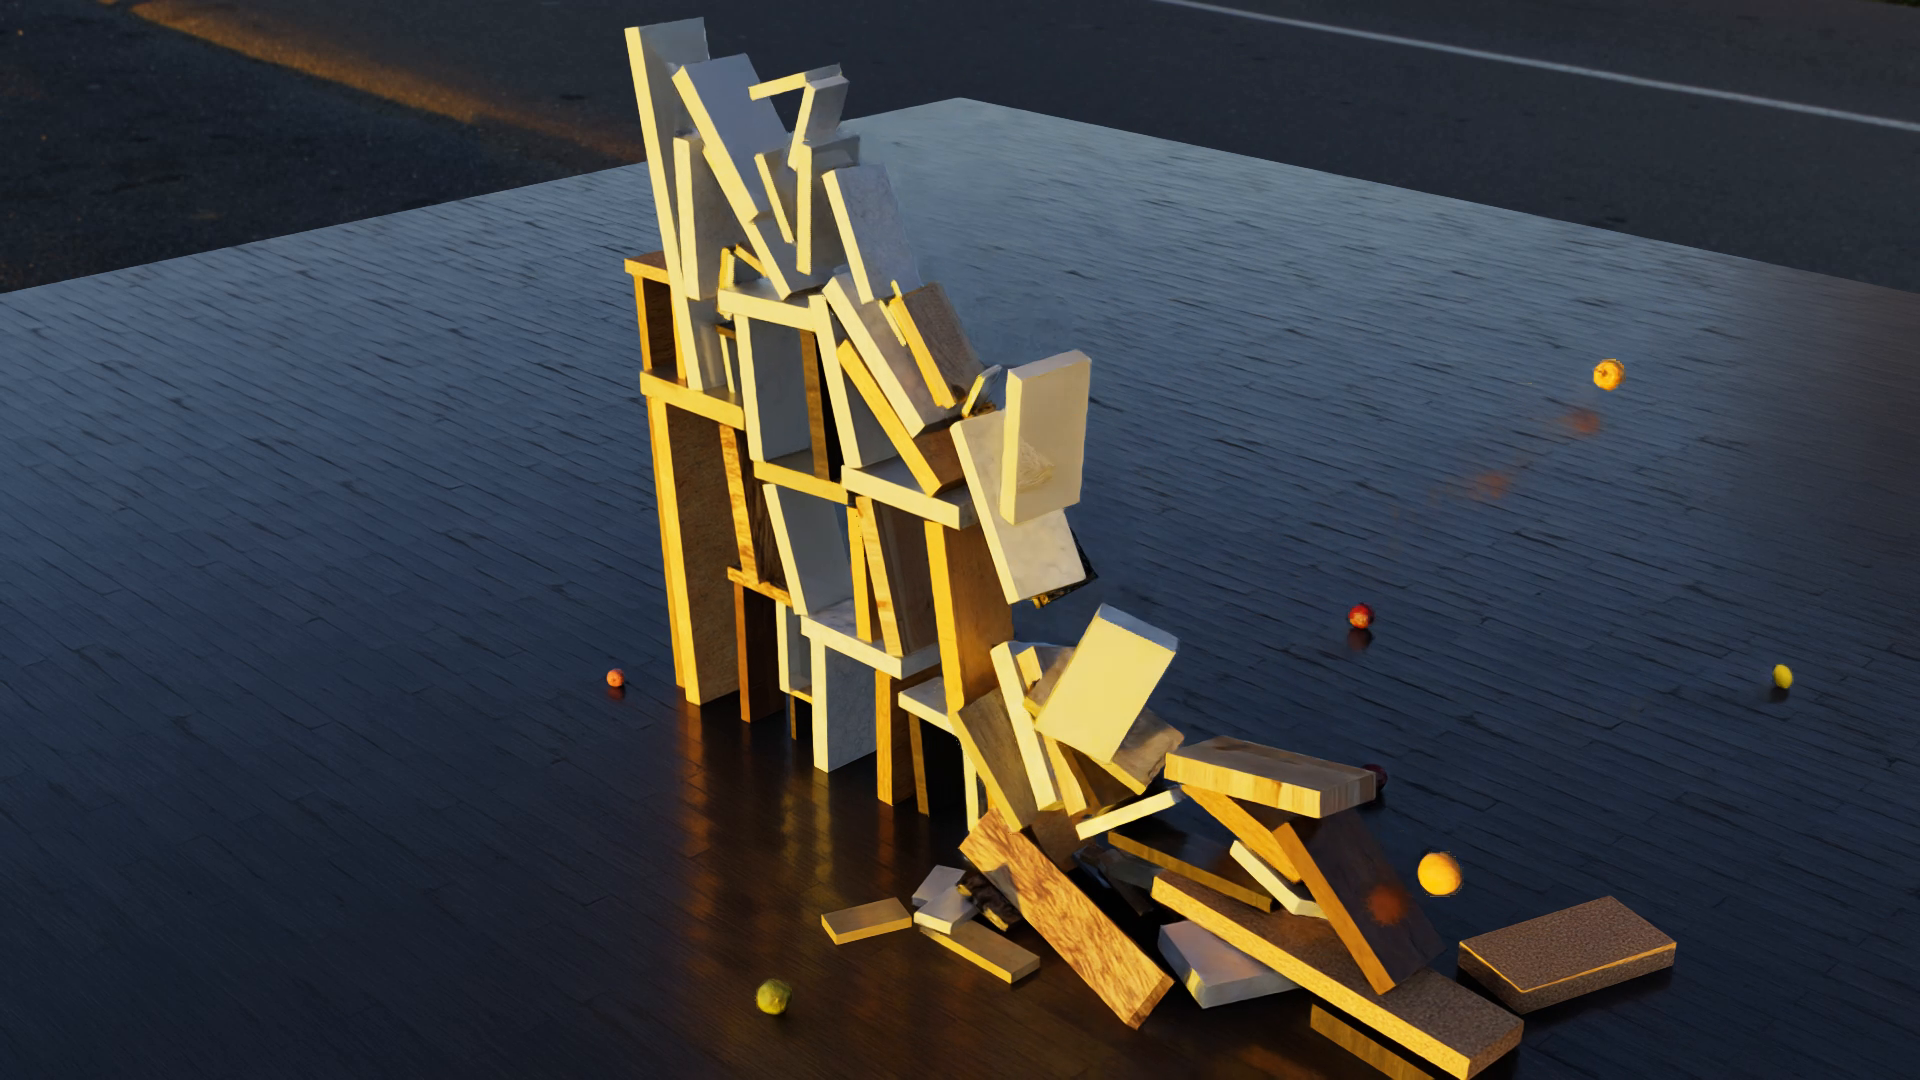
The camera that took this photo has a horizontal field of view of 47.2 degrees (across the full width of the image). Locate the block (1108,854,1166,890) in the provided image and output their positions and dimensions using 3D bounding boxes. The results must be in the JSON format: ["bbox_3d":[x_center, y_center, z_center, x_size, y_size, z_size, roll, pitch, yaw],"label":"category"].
[{"bbox_3d":[0.354,0.622,4.093,0.139,0.020,0.070,11,26,42],"label":"block"}]

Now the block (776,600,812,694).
[{"bbox_3d":[-0.338,0.213,4.683,0.104,0.208,0.029,-21,30,-40],"label":"block"}]

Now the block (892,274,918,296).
[{"bbox_3d":[-0.089,-0.448,4.145,0.049,0.098,0.014,-23,-1,-42],"label":"block"}]

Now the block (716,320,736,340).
[{"bbox_3d":[-0.442,-0.428,4.517,0.059,0.017,0.119,-19,29,-38],"label":"block"}]

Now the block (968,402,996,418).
[{"bbox_3d":[0.057,-0.200,4.100,0.052,0.103,0.015,-32,21,-26],"label":"block"}]

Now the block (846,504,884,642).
[{"bbox_3d":[-0.151,0.050,4.413,0.139,0.278,0.039,-21,26,-41],"label":"block"}]

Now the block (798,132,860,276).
[{"bbox_3d":[-0.252,-0.645,4.216,0.036,0.253,0.126,25,35,37],"label":"block"}]

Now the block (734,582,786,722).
[{"bbox_3d":[-0.435,0.230,4.796,0.029,0.329,0.104,20,30,41],"label":"block"}]

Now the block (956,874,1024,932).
[{"bbox_3d":[0.057,0.674,4.078,0.123,0.017,0.062,38,26,23],"label":"block"}]

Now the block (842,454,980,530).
[{"bbox_3d":[-0.059,-0.104,4.242,0.162,0.046,0.324,-21,30,-41],"label":"block"}]

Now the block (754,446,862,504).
[{"bbox_3d":[-0.274,-0.137,4.466,0.278,0.039,0.139,17,27,41],"label":"block"}]

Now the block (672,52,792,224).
[{"bbox_3d":[-0.422,-0.795,4.342,0.163,0.327,0.046,-24,-5,-41],"label":"block"}]

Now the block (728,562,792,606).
[{"bbox_3d":[-0.388,0.083,4.683,0.208,0.029,0.104,21,31,40],"label":"block"}]

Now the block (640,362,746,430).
[{"bbox_3d":[-0.502,-0.315,4.643,0.171,0.048,0.341,-21,30,-41],"label":"block"}]

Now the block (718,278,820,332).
[{"bbox_3d":[-0.326,-0.472,4.383,0.302,0.043,0.151,17,28,42],"label":"block"}]

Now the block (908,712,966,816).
[{"bbox_3d":[-0.044,0.436,4.452,0.108,0.217,0.031,-21,24,-41],"label":"block"}]

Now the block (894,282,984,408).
[{"bbox_3d":[-0.032,-0.363,4.093,0.030,0.215,0.108,-20,11,48],"label":"block"}]

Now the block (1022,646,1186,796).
[{"bbox_3d":[0.267,0.337,4.100,0.277,0.039,0.139,37,58,8],"label":"block"}]

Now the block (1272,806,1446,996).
[{"bbox_3d":[0.680,0.597,3.744,0.160,0.045,0.320,-21,73,-43],"label":"block"}]

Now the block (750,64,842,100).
[{"bbox_3d":[-0.313,-0.870,4.180,0.088,0.025,0.176,-24,15,-38],"label":"block"}]

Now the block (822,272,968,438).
[{"bbox_3d":[-0.104,-0.366,4.178,0.170,0.048,0.340,-21,75,-41],"label":"block"}]

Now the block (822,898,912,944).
[{"bbox_3d":[-0.173,0.705,4.072,0.149,0.021,0.075,-10,25,-22],"label":"block"}]

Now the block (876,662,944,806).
[{"bbox_3d":[-0.100,0.378,4.488,0.149,0.298,0.042,-21,30,-40],"label":"block"}]

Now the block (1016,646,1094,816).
[{"bbox_3d":[0.226,0.365,4.227,0.047,0.329,0.164,-32,-24,35],"label":"block"}]

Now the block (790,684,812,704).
[{"bbox_3d":[-0.317,0.326,4.701,0.053,0.015,0.106,-21,30,-40],"label":"block"}]

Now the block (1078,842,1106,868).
[{"bbox_3d":[0.280,0.613,4.197,0.094,0.013,0.047,25,34,18],"label":"block"}]

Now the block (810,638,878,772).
[{"bbox_3d":[-0.239,0.324,4.615,0.042,0.298,0.149,21,31,41],"label":"block"}]

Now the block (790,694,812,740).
[{"bbox_3d":[-0.341,0.372,4.747,0.053,0.106,0.015,-21,30,-40],"label":"block"}]

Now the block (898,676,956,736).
[{"bbox_3d":[-0.009,0.336,4.368,0.108,0.031,0.217,-20,30,-39],"label":"block"}]

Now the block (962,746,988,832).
[{"bbox_3d":[0.060,0.477,4.356,0.108,0.217,0.031,-21,25,-41],"label":"block"}]

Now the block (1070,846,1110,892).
[{"bbox_3d":[0.261,0.628,4.213,0.047,0.013,0.094,-22,57,-40],"label":"block"}]

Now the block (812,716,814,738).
[{"bbox_3d":[-0.290,0.392,4.700,0.015,0.106,0.053,21,31,41],"label":"block"}]

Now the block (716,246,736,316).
[{"bbox_3d":[-0.458,-0.533,4.497,0.020,0.139,0.069,28,31,36],"label":"block"}]

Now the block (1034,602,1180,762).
[{"bbox_3d":[0.260,0.258,3.938,0.150,0.301,0.043,25,38,-2],"label":"block"}]

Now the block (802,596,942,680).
[{"bbox_3d":[-0.169,0.195,4.484,0.149,0.042,0.298,-21,31,-41],"label":"block"}]

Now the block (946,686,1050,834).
[{"bbox_3d":[0.090,0.418,4.204,0.127,0.254,0.036,-27,-5,-39],"label":"block"}]

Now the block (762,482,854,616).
[{"bbox_3d":[-0.311,0.002,4.555,0.039,0.278,0.139,-4,13,46],"label":"block"}]

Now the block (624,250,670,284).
[{"bbox_3d":[-0.607,-0.572,4.646,0.100,0.028,0.200,-21,29,-40],"label":"block"}]

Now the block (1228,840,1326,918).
[{"bbox_3d":[0.563,0.589,3.818,0.099,0.028,0.198,13,17,-34],"label":"block"}]

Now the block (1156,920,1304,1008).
[{"bbox_3d":[0.545,0.726,3.906,0.346,0.049,0.173,-7,30,-22],"label":"block"}]

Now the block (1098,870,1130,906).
[{"bbox_3d":[0.310,0.651,4.175,0.047,0.013,0.094,-14,42,-36],"label":"block"}]

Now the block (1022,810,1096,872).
[{"bbox_3d":[0.165,0.519,4.255,0.127,0.254,0.036,-20,-9,-39],"label":"block"}]

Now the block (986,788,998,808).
[{"bbox_3d":[0.109,0.469,4.327,0.127,0.254,0.036,-20,21,-39],"label":"block"}]
